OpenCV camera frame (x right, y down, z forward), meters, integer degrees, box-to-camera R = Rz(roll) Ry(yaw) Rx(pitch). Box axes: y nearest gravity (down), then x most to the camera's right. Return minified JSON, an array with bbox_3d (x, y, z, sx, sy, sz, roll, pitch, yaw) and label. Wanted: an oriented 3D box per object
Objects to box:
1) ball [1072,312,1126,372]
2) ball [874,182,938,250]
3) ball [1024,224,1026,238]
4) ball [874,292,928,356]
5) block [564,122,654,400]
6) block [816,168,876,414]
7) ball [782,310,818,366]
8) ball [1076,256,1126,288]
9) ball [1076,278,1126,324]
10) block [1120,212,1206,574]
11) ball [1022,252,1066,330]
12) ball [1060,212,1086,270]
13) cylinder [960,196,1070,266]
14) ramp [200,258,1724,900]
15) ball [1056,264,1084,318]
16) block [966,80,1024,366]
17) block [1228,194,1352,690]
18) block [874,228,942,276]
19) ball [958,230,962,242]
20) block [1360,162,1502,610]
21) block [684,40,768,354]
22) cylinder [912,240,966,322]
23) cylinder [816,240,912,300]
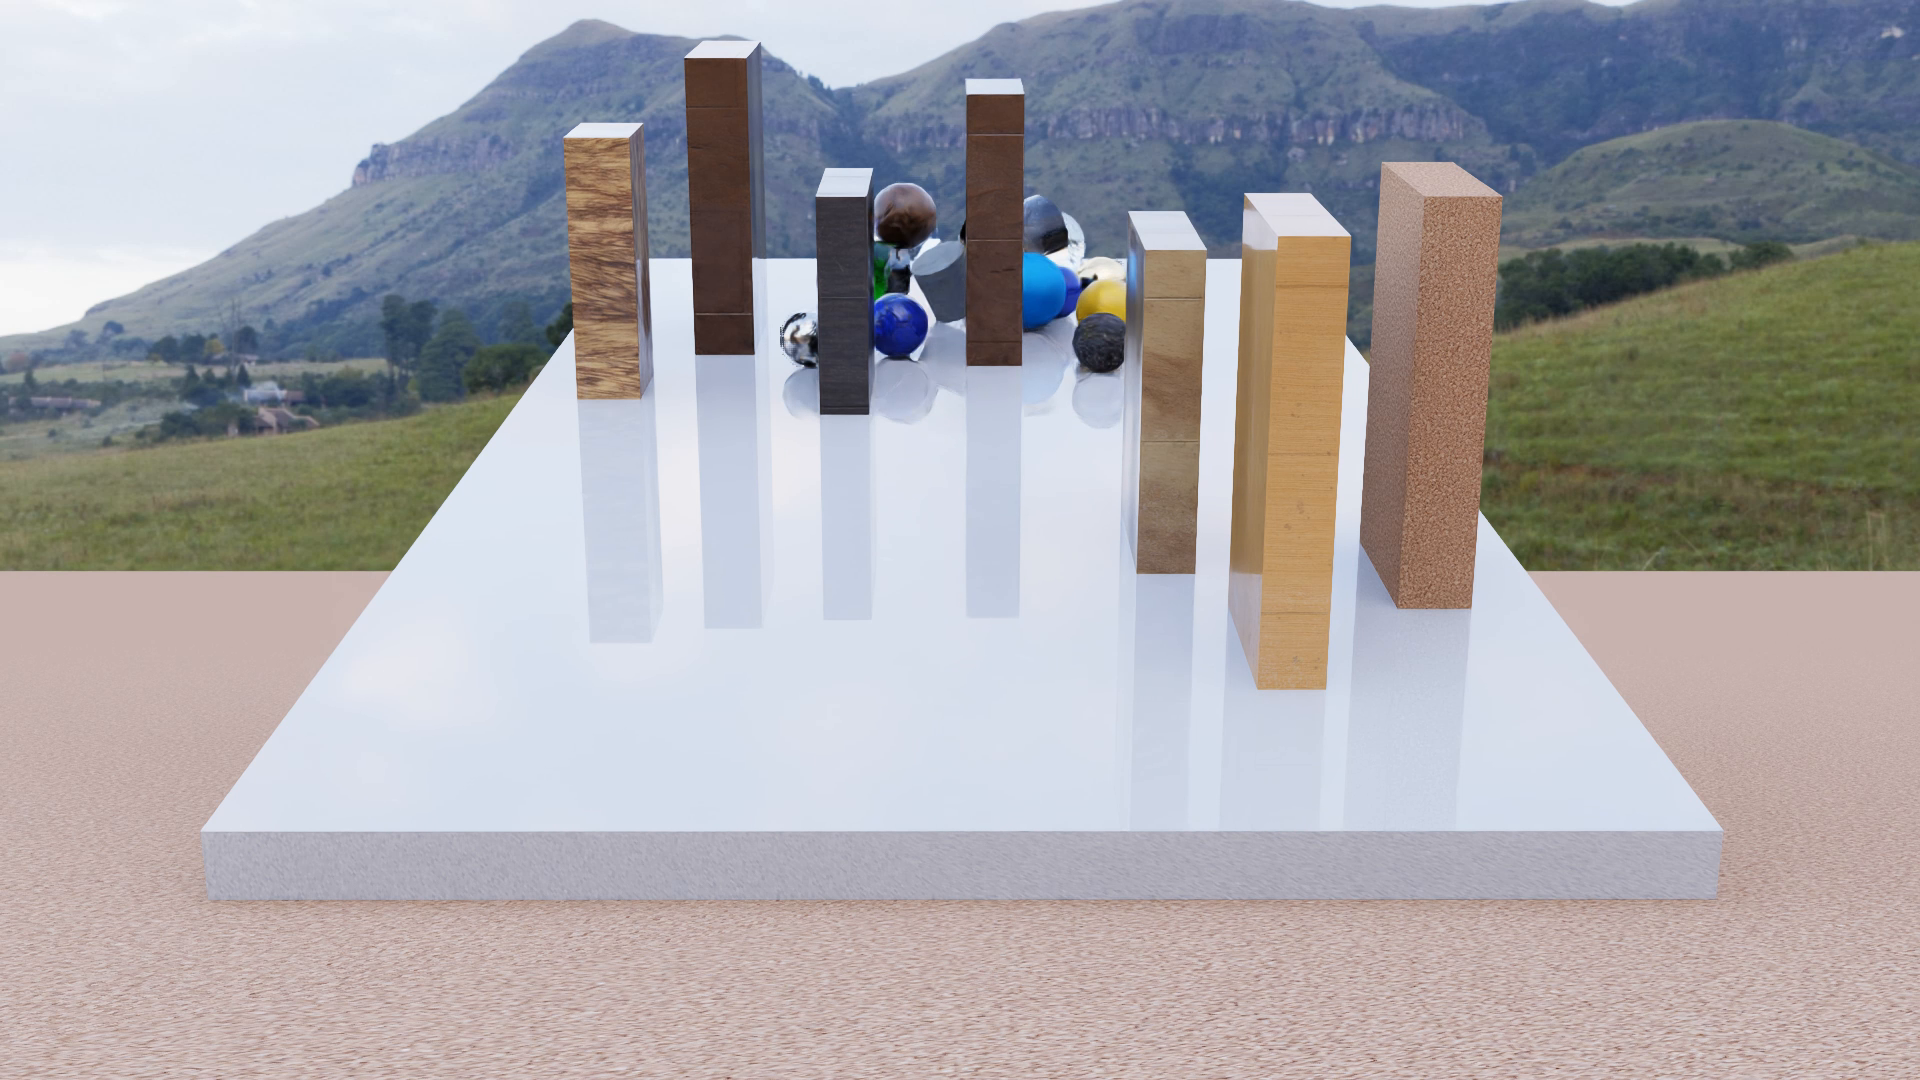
[{"bbox_3d":[0.341,-0.474,5.353,0.143,0.143,0.143,0,-1,0],"label":"ball"},{"bbox_3d":[-0.152,-0.873,6.028,0.181,0.181,0.181,0,-1,0],"label":"ball"},{"bbox_3d":[0.127,-0.857,6.208,0.113,0.113,0.113,0,-1,0],"label":"ball"},{"bbox_3d":[-0.156,-0.529,5.499,0.157,0.157,0.157,0,-1,0],"label":"ball"},{"bbox_3d":[-0.803,-0.642,5.134,0.145,0.595,0.247,0,18,0],"label":"block"},{"bbox_3d":[-0.258,-0.574,5.100,0.110,0.487,0.409,0,18,0],"label":"block"},{"bbox_3d":[-0.363,-0.487,5.394,0.137,0.137,0.137,0,-1,0],"label":"ball"},{"bbox_3d":[0.378,-0.687,6.005,0.148,0.148,0.148,0,-1,0],"label":"ball"},{"bbox_3d":[0.374,-0.579,5.644,0.164,0.164,0.164,0,-1,0],"label":"ball"},{"bbox_3d":[0.362,-0.273,4.029,0.103,0.575,0.386,0,18,0],"label":"block"},{"bbox_3d":[0.177,-0.645,5.784,0.197,0.197,0.197,0,-1,0],"label":"ball"},{"bbox_3d":[0.256,-0.841,6.392,0.203,0.203,0.203,0,-1,0],"label":"ball"},{"bbox_3d":[0.145,-0.793,5.961,0.207,0.207,0.207,-22,12,-33],"label":"cylinder"},{"bbox_3d":[-0.003,-0.185,4.853,2.000,0.100,4.000,0,18,0],"label":"ramp"},{"bbox_3d":[0.257,-0.660,5.932,0.140,0.140,0.140,0,-1,0],"label":"ball"},{"bbox_3d":[0.083,-0.781,5.475,0.135,0.651,0.315,0,18,0],"label":"block"},{"bbox_3d":[0.506,-0.162,3.488,0.105,0.697,0.385,0,18,0],"label":"block"},{"bbox_3d":[-0.171,-0.866,6.425,0.152,0.152,0.152,-2,-39,-28],"label":"block"},{"bbox_3d":[0.071,-0.848,6.329,0.149,0.149,0.149,0,-1,0],"label":"ball"},{"bbox_3d":[0.798,-0.272,3.831,0.124,0.695,0.372,0,18,0],"label":"block"},{"bbox_3d":[-0.582,-0.867,5.624,0.148,0.722,0.423,0,18,0],"label":"block"},{"bbox_3d":[-0.028,-0.679,5.881,0.153,0.153,0.153,-21,32,14],"label":"cylinder"},{"bbox_3d":[-0.257,-0.706,5.986,0.193,0.193,0.193,7,2,20],"label":"cylinder"}]
